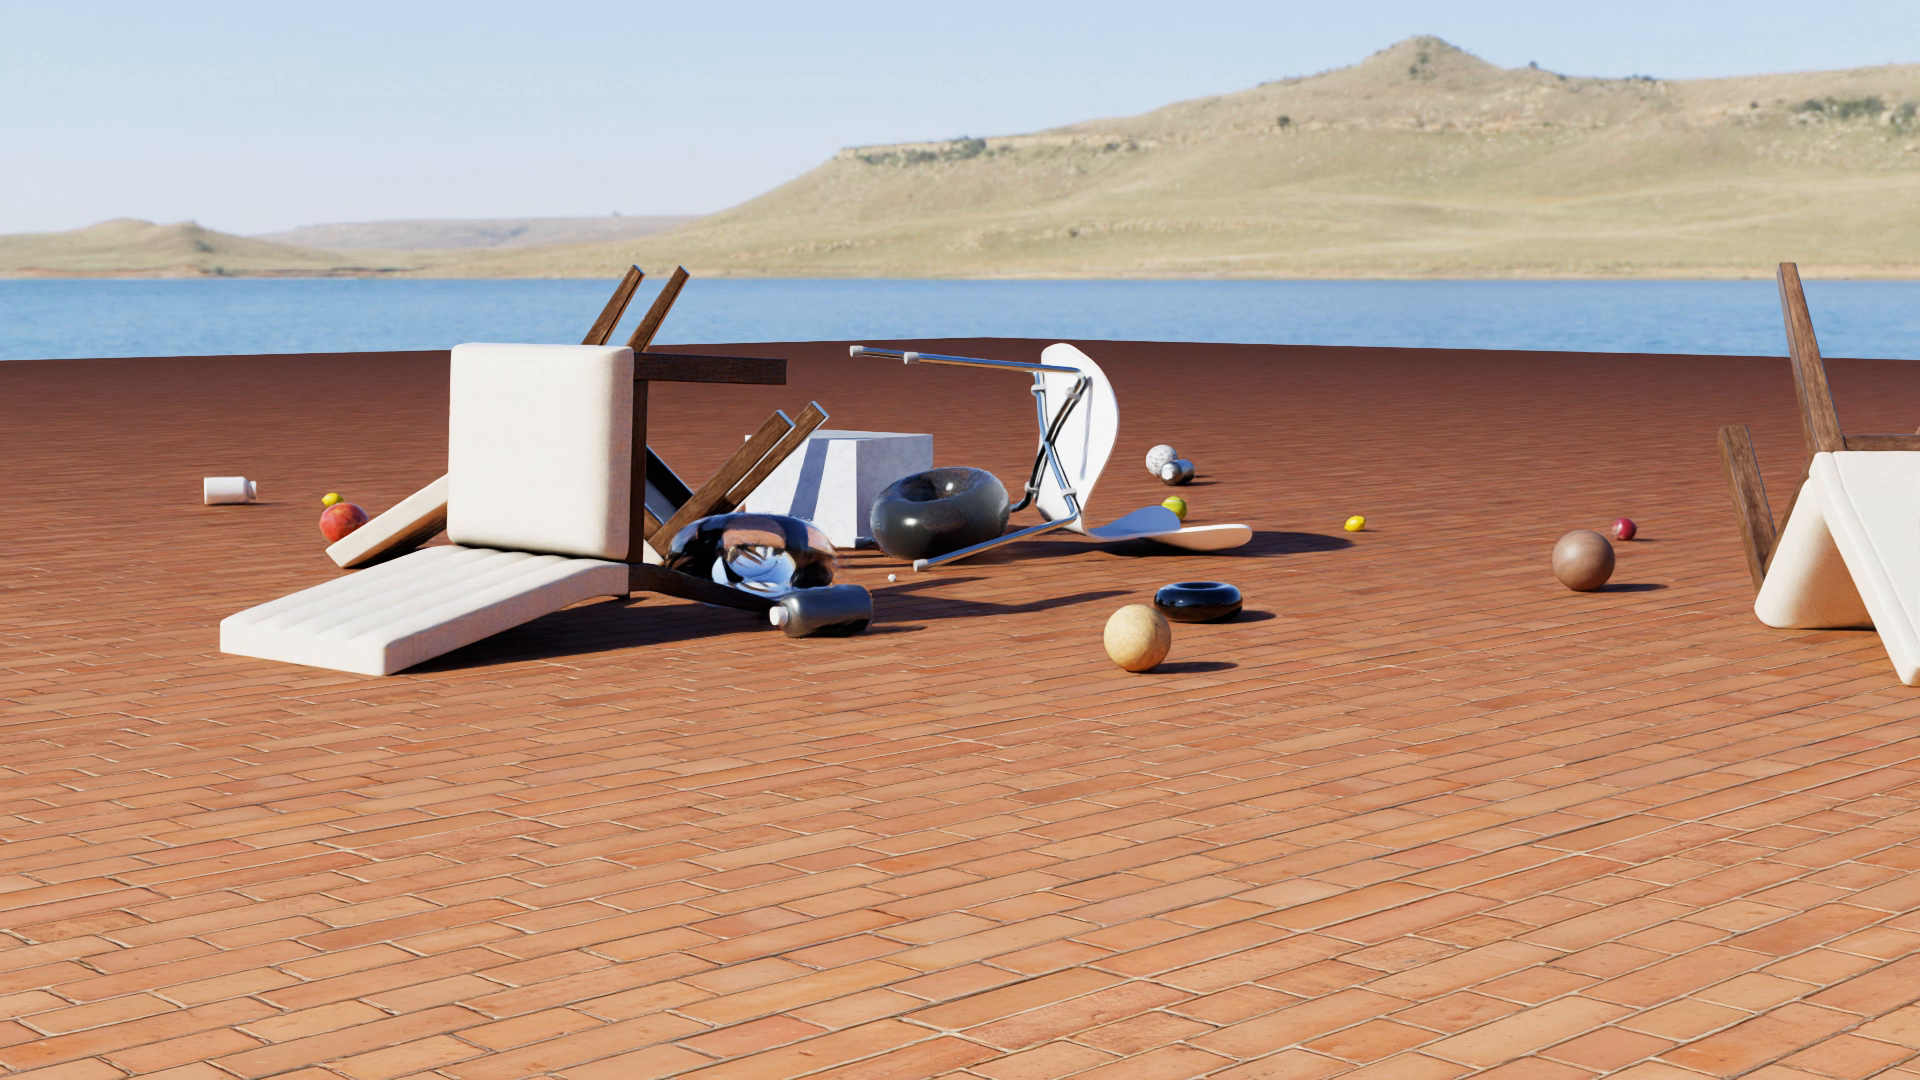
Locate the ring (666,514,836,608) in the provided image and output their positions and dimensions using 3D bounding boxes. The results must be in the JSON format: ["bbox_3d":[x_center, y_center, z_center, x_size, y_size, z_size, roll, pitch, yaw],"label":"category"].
[{"bbox_3d":[-0.406,0.043,4.992,0.323,0.133,0.369,-6,-15,15],"label":"ring"}]

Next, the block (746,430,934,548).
[{"bbox_3d":[-0.302,-0.135,6.454,0.354,0.259,0.311,4,7,36],"label":"block"}]

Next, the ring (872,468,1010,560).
[{"bbox_3d":[-0.045,-0.061,6.071,0.331,0.145,0.415,-6,17,8],"label":"ring"}]

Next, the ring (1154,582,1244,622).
[{"bbox_3d":[0.460,0.119,4.945,0.173,0.064,0.208,0,5,8],"label":"ring"}]

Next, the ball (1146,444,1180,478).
[{"bbox_3d":[0.661,-0.257,8.376,0.108,0.108,0.108,0,6,0],"label":"ball"}]

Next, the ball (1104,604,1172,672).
[{"bbox_3d":[0.296,0.163,4.276,0.113,0.113,0.113,0,6,0],"label":"ball"}]
